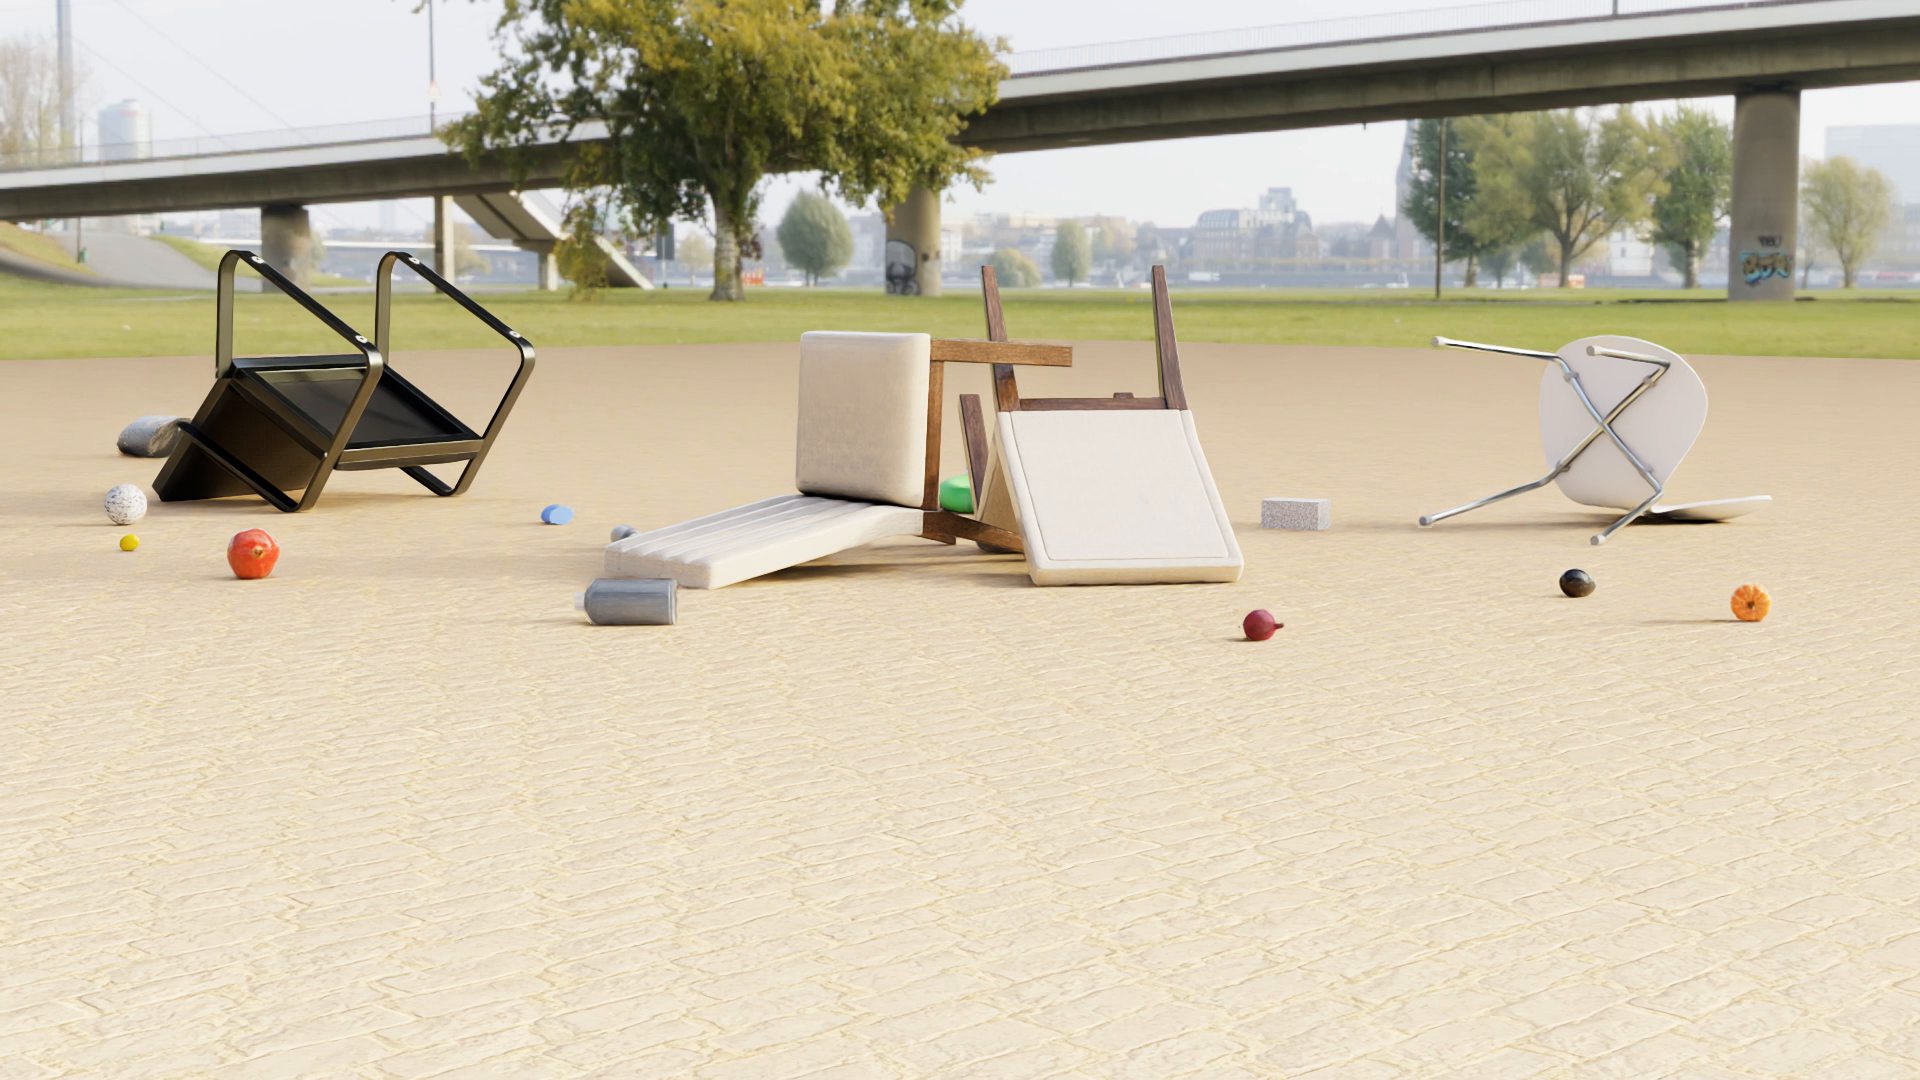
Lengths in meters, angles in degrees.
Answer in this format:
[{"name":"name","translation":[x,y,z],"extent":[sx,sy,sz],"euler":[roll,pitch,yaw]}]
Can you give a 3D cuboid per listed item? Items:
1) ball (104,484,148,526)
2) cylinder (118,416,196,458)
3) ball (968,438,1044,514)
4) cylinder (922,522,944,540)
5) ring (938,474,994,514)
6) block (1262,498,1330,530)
[{"name":"ball","translation":[-2.209,-0.094,6.793],"extent":[0.108,0.108,0.108],"euler":[0,6,0]},{"name":"cylinder","translation":[-2.945,-0.381,9.409],"extent":[0.262,0.116,0.206],"euler":[6,38,47]},{"name":"ball","translation":[0.129,-0.177,7.044],"extent":[0.209,0.209,0.209],"euler":[0,6,0]},{"name":"cylinder","translation":[-0.069,-0.025,6.456],"extent":[0.045,0.040,0.056],"euler":[5,5,-13]},{"name":"ring","translation":[0.044,-0.130,7.274],"extent":[0.213,0.074,0.382],"euler":[4,10,5]},{"name":"block","translation":[0.880,-0.069,6.722],"extent":[0.156,0.073,0.096],"euler":[3,7,27]}]
